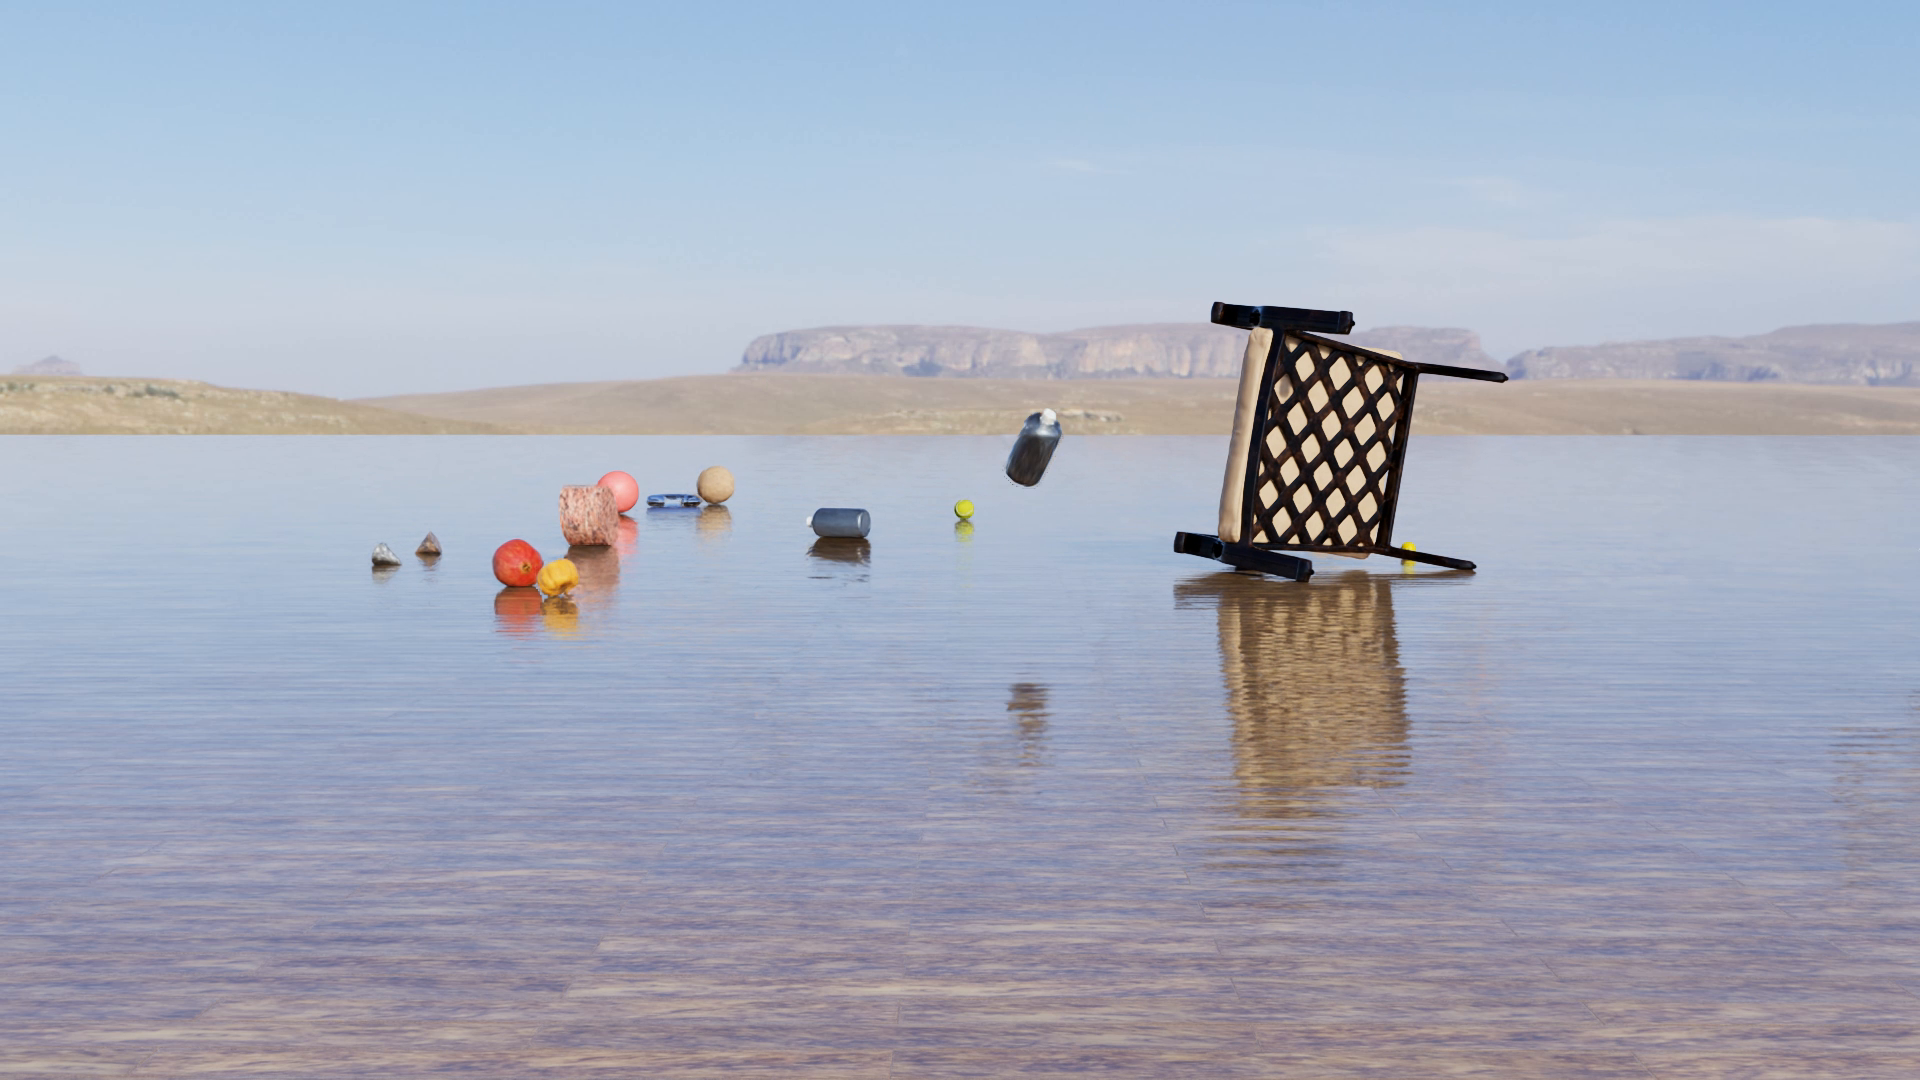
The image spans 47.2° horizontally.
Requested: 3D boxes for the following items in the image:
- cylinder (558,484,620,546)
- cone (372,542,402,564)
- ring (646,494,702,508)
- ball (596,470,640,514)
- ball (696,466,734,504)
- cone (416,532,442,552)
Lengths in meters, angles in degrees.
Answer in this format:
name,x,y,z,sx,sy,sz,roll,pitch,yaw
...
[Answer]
name,x,y,z,sx,sy,sz,roll,pitch,yaw
cylinder,-1.063,-0.071,6.303,0.122,0.191,0.137,1,38,12
cone,-1.457,0.048,5.630,0.069,0.059,0.108,26,-9,2
ring,-1.092,-0.151,8.392,0.213,0.049,0.207,-1,3,-16
ball,-1.235,-0.173,7.932,0.155,0.155,0.155,0,4,0
ball,-0.956,-0.214,8.596,0.146,0.146,0.146,0,4,0
cone,-1.467,0.020,6.032,0.065,0.066,0.076,-27,-11,0
